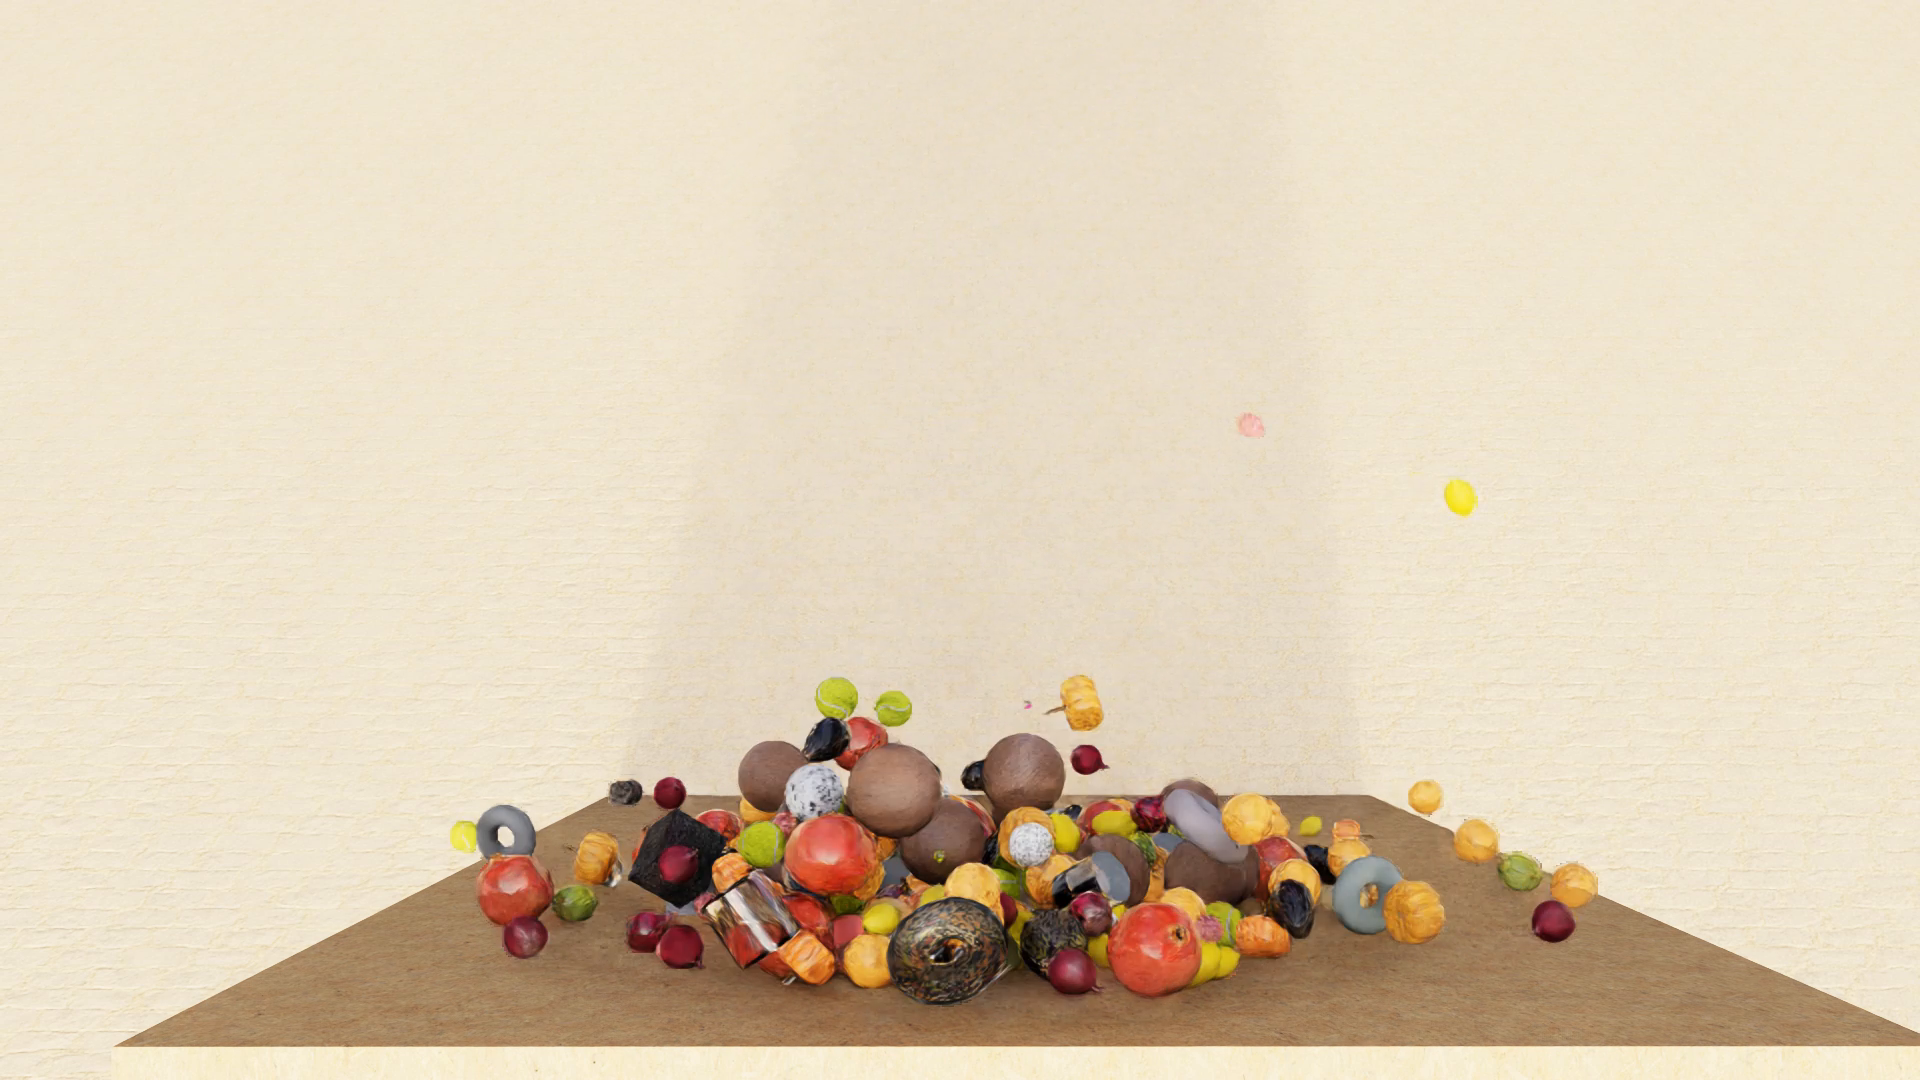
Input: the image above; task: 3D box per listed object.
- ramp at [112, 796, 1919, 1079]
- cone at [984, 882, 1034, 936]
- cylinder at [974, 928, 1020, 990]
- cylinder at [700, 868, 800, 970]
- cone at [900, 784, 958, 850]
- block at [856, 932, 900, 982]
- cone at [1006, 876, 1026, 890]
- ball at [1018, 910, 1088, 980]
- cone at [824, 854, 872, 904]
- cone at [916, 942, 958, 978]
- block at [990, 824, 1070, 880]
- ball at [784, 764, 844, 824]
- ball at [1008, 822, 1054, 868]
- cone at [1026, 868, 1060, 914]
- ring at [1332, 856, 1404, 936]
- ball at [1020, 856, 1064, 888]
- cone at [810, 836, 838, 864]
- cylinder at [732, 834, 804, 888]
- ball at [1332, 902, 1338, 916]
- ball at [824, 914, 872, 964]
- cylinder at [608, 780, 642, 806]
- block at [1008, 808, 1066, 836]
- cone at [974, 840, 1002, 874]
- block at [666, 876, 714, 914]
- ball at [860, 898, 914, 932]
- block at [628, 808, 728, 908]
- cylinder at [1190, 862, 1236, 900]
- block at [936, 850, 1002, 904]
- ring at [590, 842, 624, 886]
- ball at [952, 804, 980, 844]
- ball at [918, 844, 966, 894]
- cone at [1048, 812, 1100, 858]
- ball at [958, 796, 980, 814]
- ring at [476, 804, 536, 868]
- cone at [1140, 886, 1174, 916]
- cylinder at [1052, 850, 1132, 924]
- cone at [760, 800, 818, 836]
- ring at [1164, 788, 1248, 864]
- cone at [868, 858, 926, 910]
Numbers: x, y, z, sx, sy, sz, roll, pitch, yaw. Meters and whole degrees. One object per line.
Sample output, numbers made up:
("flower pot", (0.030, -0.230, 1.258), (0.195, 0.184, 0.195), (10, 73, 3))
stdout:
("ramp", (0.077, 0.661, 4.823), (2.000, 0.100, 4.000), (0, -2, 0))
("cone", (0.058, 0.549, 3.817), (0.078, 0.078, 0.078), (6, 70, -18))
("cylinder", (0.034, 0.520, 3.241), (0.060, 0.060, 0.060), (-36, 24, 26))
("cylinder", (-0.264, 0.478, 3.280), (0.092, 0.092, 0.092), (-34, 90, -39))
("cone", (-0.034, 0.427, 4.146), (0.096, 0.096, 0.096), (17, 23, -7))
("block", (-0.096, 0.539, 3.355), (0.057, 0.057, 0.057), (-1, -2, 22))
("cone", (0.093, 0.561, 4.052), (0.053, 0.053, 0.053), (-34, 25, 18))
("ball", (0.121, 0.522, 3.354), (0.090, 0.090, 0.090), (0, 35, 0))
("cone", (-0.170, 0.567, 4.202), (0.092, 0.092, 0.092), (22, 39, 7))
("cone", (-0.035, 0.545, 3.308), (0.050, 0.050, 0.050), (-28, 39, -4))
("block", (0.118, 0.538, 4.394), (0.085, 0.085, 0.085), (-27, 4, -21))
("ball", (-0.217, 0.378, 3.868), (0.088, 0.088, 0.088), (0, 35, 0))
("ball", (0.099, 0.427, 3.637), (0.063, 0.063, 0.063), (0, 35, 0))
("cone", (0.124, 0.566, 3.989), (0.088, 0.088, 0.088), (16, 32, 21))
("ring", (0.579, 0.504, 3.681), (0.114, 0.114, 0.038), (-16, 10, -21))
("ball", (0.136, 0.555, 4.264), (0.078, 0.078, 0.078), (0, 35, 0))
("cone", (-0.269, 0.601, 4.934), (0.060, 0.060, 0.060), (11, 16, 16))
("cylinder", (-0.332, 0.557, 4.511), (0.089, 0.089, 0.089), (-1, 28, 38))
("ball", (0.599, 0.561, 4.001), (0.051, 0.051, 0.051), (0, 35, 0))
("ball", (-0.150, 0.537, 3.492), (0.067, 0.067, 0.067), (0, 35, 0))
("cylinder", (-0.735, 0.556, 5.714), (0.054, 0.054, 0.054), (18, 6, 25))
("block", (0.150, 0.573, 5.062), (0.090, 0.090, 0.090), (-1, -2, 20))
("cone", (0.039, 0.537, 4.464), (0.069, 0.069, 0.069), (-12, 40, -16))
("block", (-0.428, 0.553, 4.124), (0.075, 0.075, 0.075), (0, -2, -5))
("ball", (-0.100, 0.534, 3.585), (0.081, 0.081, 0.081), (0, 35, 0))
("block", (-0.437, 0.493, 4.020), (0.097, 0.097, 0.097), (32, 52, -17))
("cylinder", (0.422, 0.567, 4.324), (0.057, 0.057, 0.057), (-14, 3, -19))
("block", (0.017, 0.546, 4.175), (0.066, 0.066, 0.066), (4, 53, -61))
("ring", (-0.614, 0.563, 4.506), (0.027, 0.080, 0.080), (-22, 29, 21))
("ball", (-0.002, 0.584, 5.339), (0.084, 0.084, 0.084), (0, 35, 0))
("ball", (-0.027, 0.553, 4.379), (0.090, 0.090, 0.090), (0, 35, 0))
("cone", (0.230, 0.566, 4.973), (0.096, 0.096, 0.096), (-1, 32, -27))
("ball", (0.019, 0.617, 5.967), (0.056, 0.056, 0.056), (0, 35, 0))
("ring", (-0.843, 0.551, 4.821), (0.122, 0.122, 0.041), (12, 12, 17))
("cone", (0.298, 0.576, 4.067), (0.053, 0.053, 0.053), (25, 36, 31))
("cylinder", (0.179, 0.474, 3.543), (0.077, 0.077, 0.077), (33, 38, -30))
("cone", (-0.292, 0.467, 4.295), (0.086, 0.086, 0.086), (-29, 40, -7))
("ring", (0.372, 0.433, 3.922), (0.150, 0.050, 0.150), (38, 7, -5))
("cone", (-0.105, 0.539, 4.102), (0.093, 0.093, 0.093), (-6, 4, -9))
